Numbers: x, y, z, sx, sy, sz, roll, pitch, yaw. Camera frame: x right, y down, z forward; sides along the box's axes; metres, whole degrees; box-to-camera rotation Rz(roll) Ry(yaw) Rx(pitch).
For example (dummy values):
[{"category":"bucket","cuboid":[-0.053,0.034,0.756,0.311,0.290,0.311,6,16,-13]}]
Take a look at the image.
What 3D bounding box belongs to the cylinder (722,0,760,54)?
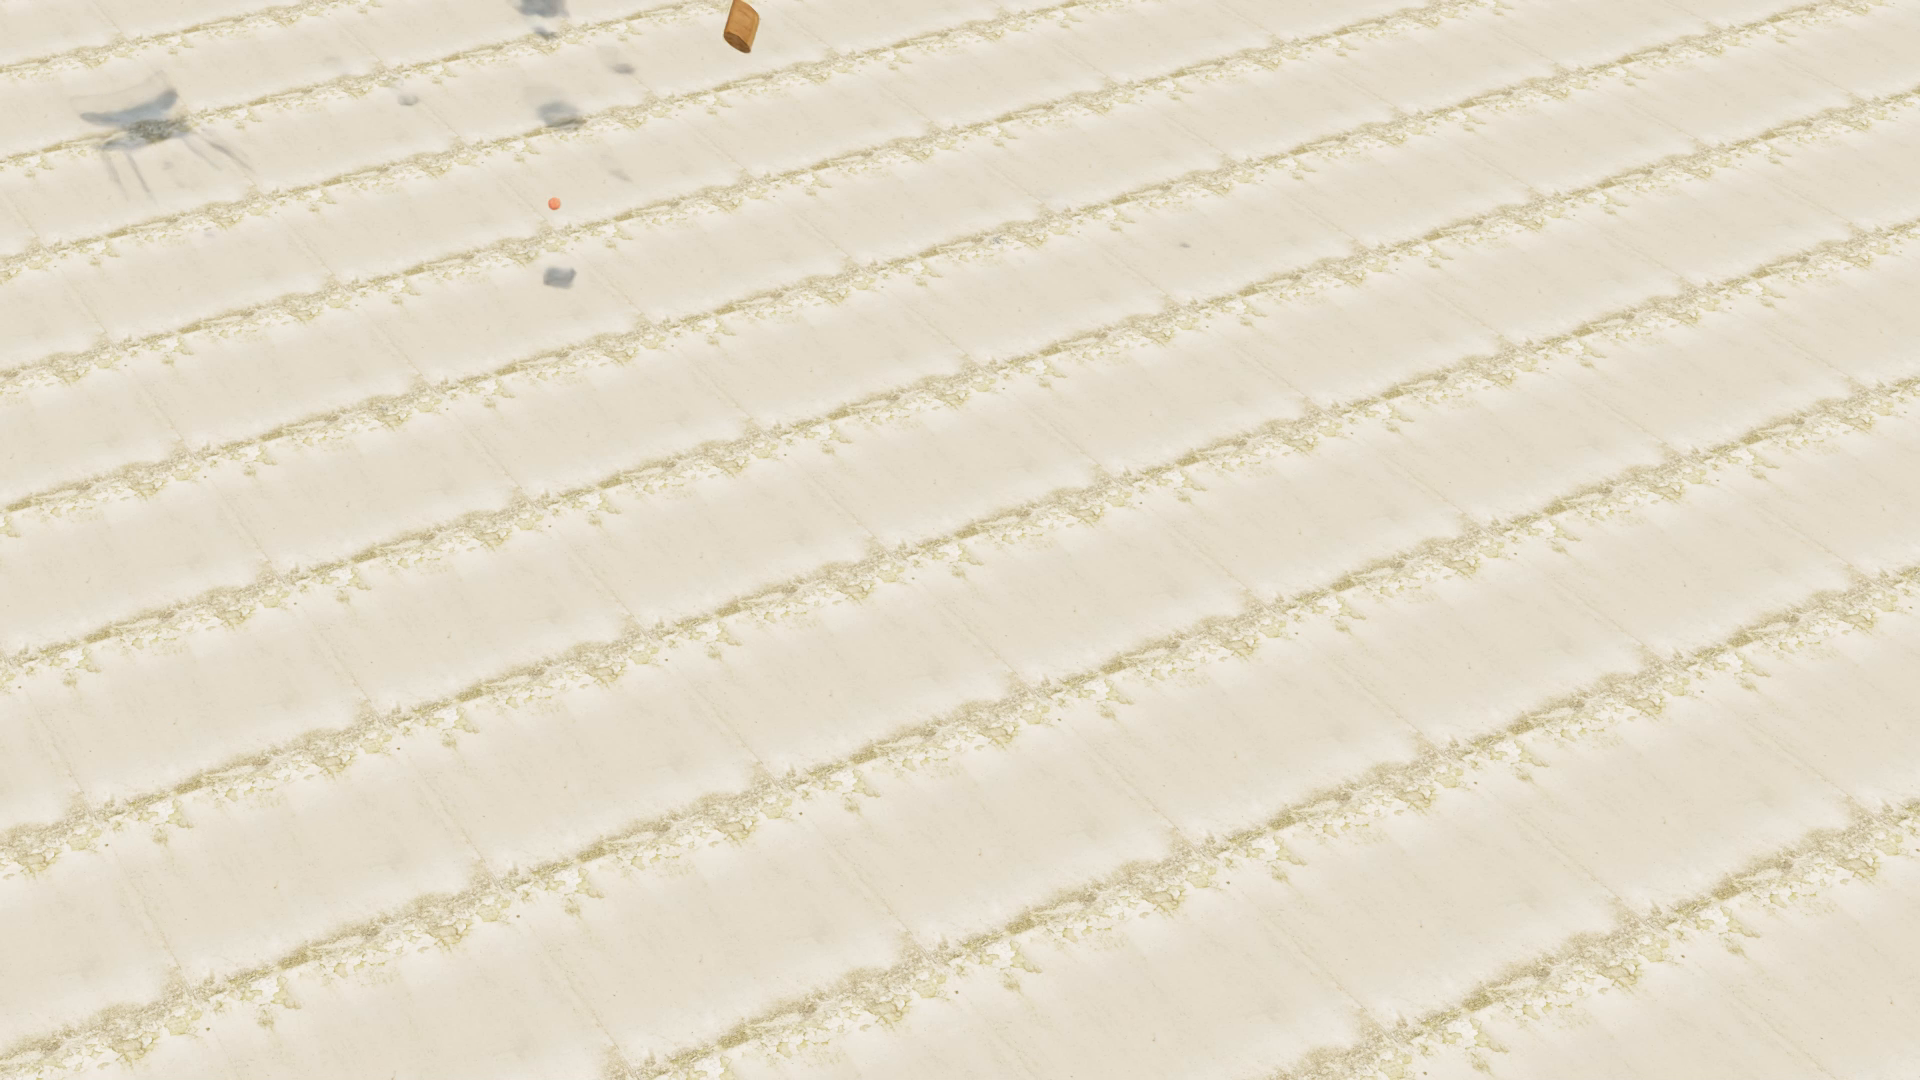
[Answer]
[{"category":"cylinder","cuboid":[-0.745,-1.753,10.009,0.069,0.131,0.133,-5,60,37]}]
